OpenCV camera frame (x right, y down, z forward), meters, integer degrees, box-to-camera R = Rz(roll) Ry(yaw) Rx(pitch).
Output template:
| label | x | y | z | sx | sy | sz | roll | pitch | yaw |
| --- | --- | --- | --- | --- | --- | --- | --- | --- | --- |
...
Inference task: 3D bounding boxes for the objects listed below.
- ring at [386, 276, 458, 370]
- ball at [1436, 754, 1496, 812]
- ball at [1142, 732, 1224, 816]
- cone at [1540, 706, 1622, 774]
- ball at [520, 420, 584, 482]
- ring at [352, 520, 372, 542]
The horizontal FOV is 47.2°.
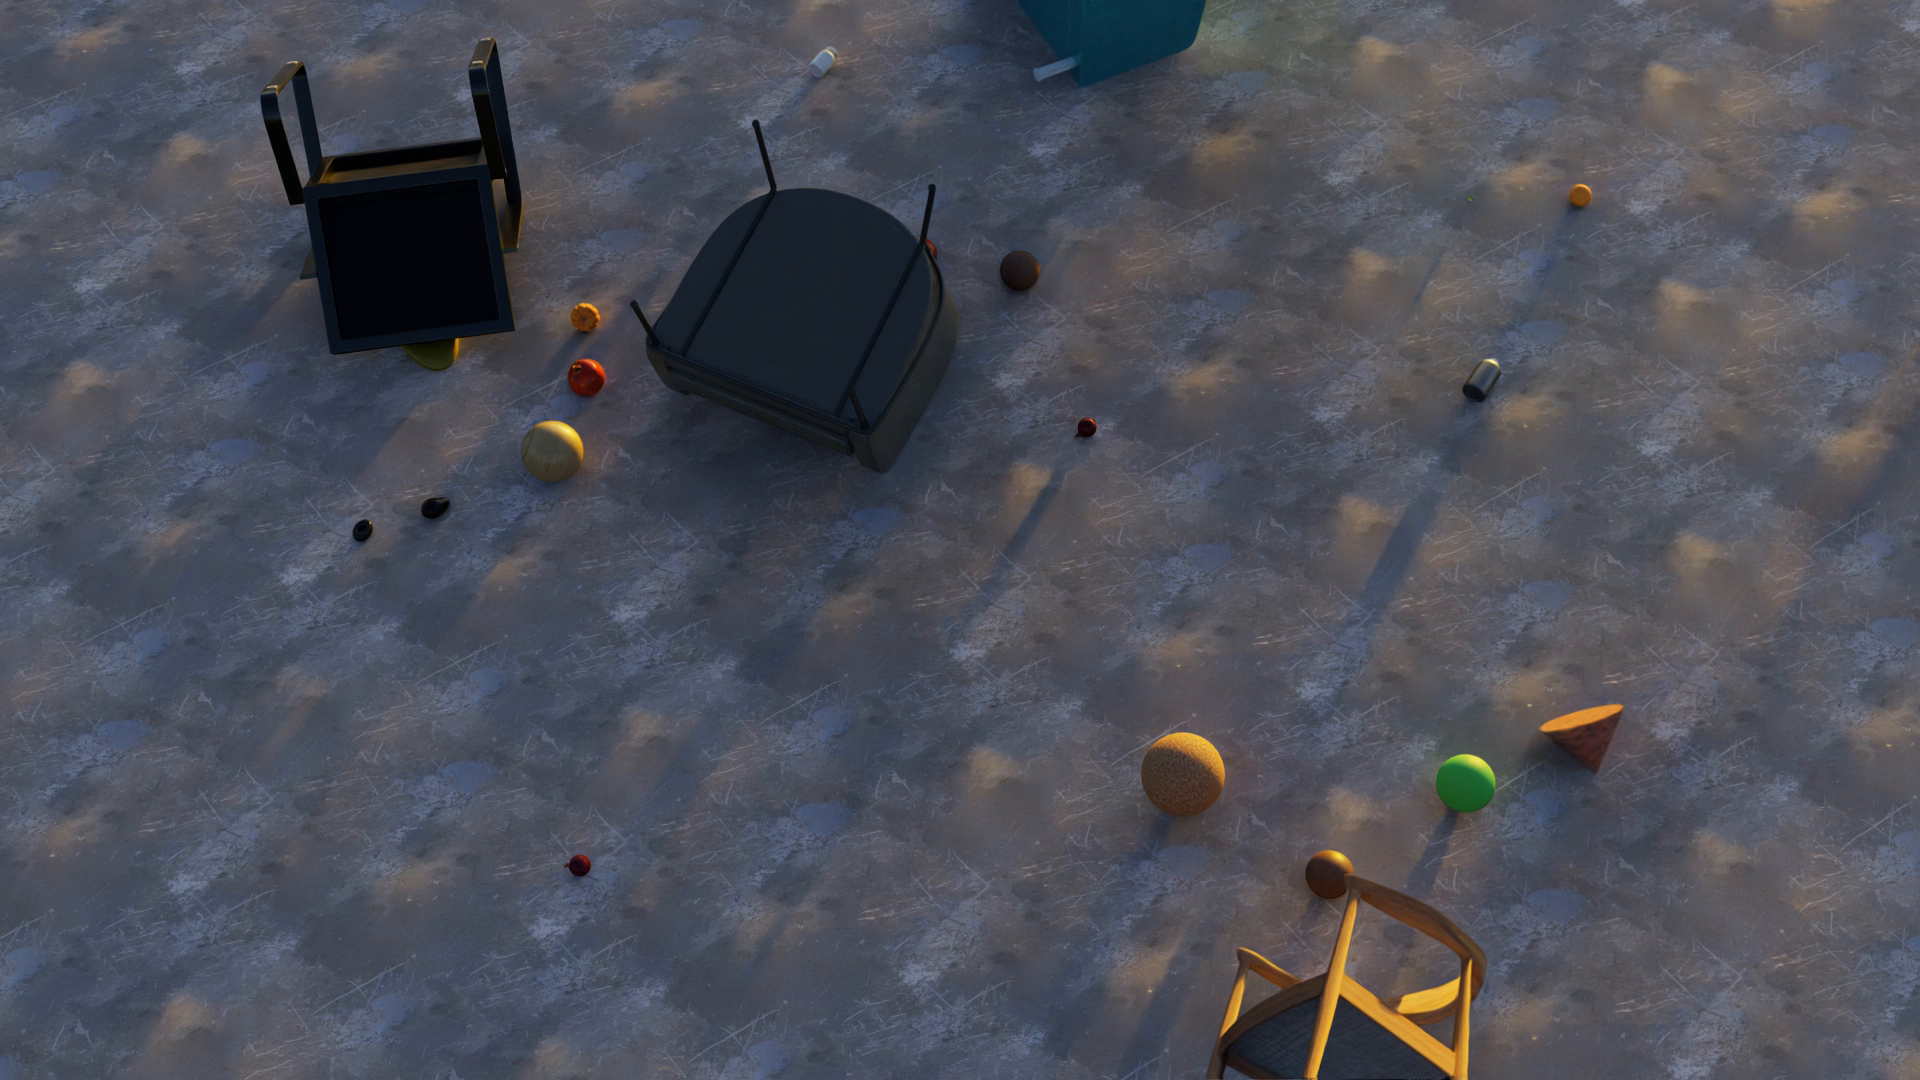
| label | x | y | z | sx | sy | sz | roll | pitch | yaw |
| --- | --- | --- | --- | --- | --- | --- | --- | --- | --- |
| ring | -1.714 | -0.693 | 7.002 | 0.193 | 0.053 | 0.412 | -26 | 63 | -12 |
| ball | 1.387 | 0.668 | 6.030 | 0.160 | 0.160 | 0.160 | 0 | 56 | 0 |
| ball | 0.609 | 0.640 | 6.007 | 0.228 | 0.228 | 0.228 | 0 | 56 | 0 |
| cone | 1.753 | 0.576 | 6.133 | 0.255 | 0.211 | 0.164 | -16 | 91 | -30 |
| ball | -1.231 | -0.267 | 6.640 | 0.188 | 0.188 | 0.188 | 0 | 56 | 0 |
| ring | -1.786 | -0.029 | 6.576 | 0.055 | 0.029 | 0.074 | 17 | 59 | 9 |
